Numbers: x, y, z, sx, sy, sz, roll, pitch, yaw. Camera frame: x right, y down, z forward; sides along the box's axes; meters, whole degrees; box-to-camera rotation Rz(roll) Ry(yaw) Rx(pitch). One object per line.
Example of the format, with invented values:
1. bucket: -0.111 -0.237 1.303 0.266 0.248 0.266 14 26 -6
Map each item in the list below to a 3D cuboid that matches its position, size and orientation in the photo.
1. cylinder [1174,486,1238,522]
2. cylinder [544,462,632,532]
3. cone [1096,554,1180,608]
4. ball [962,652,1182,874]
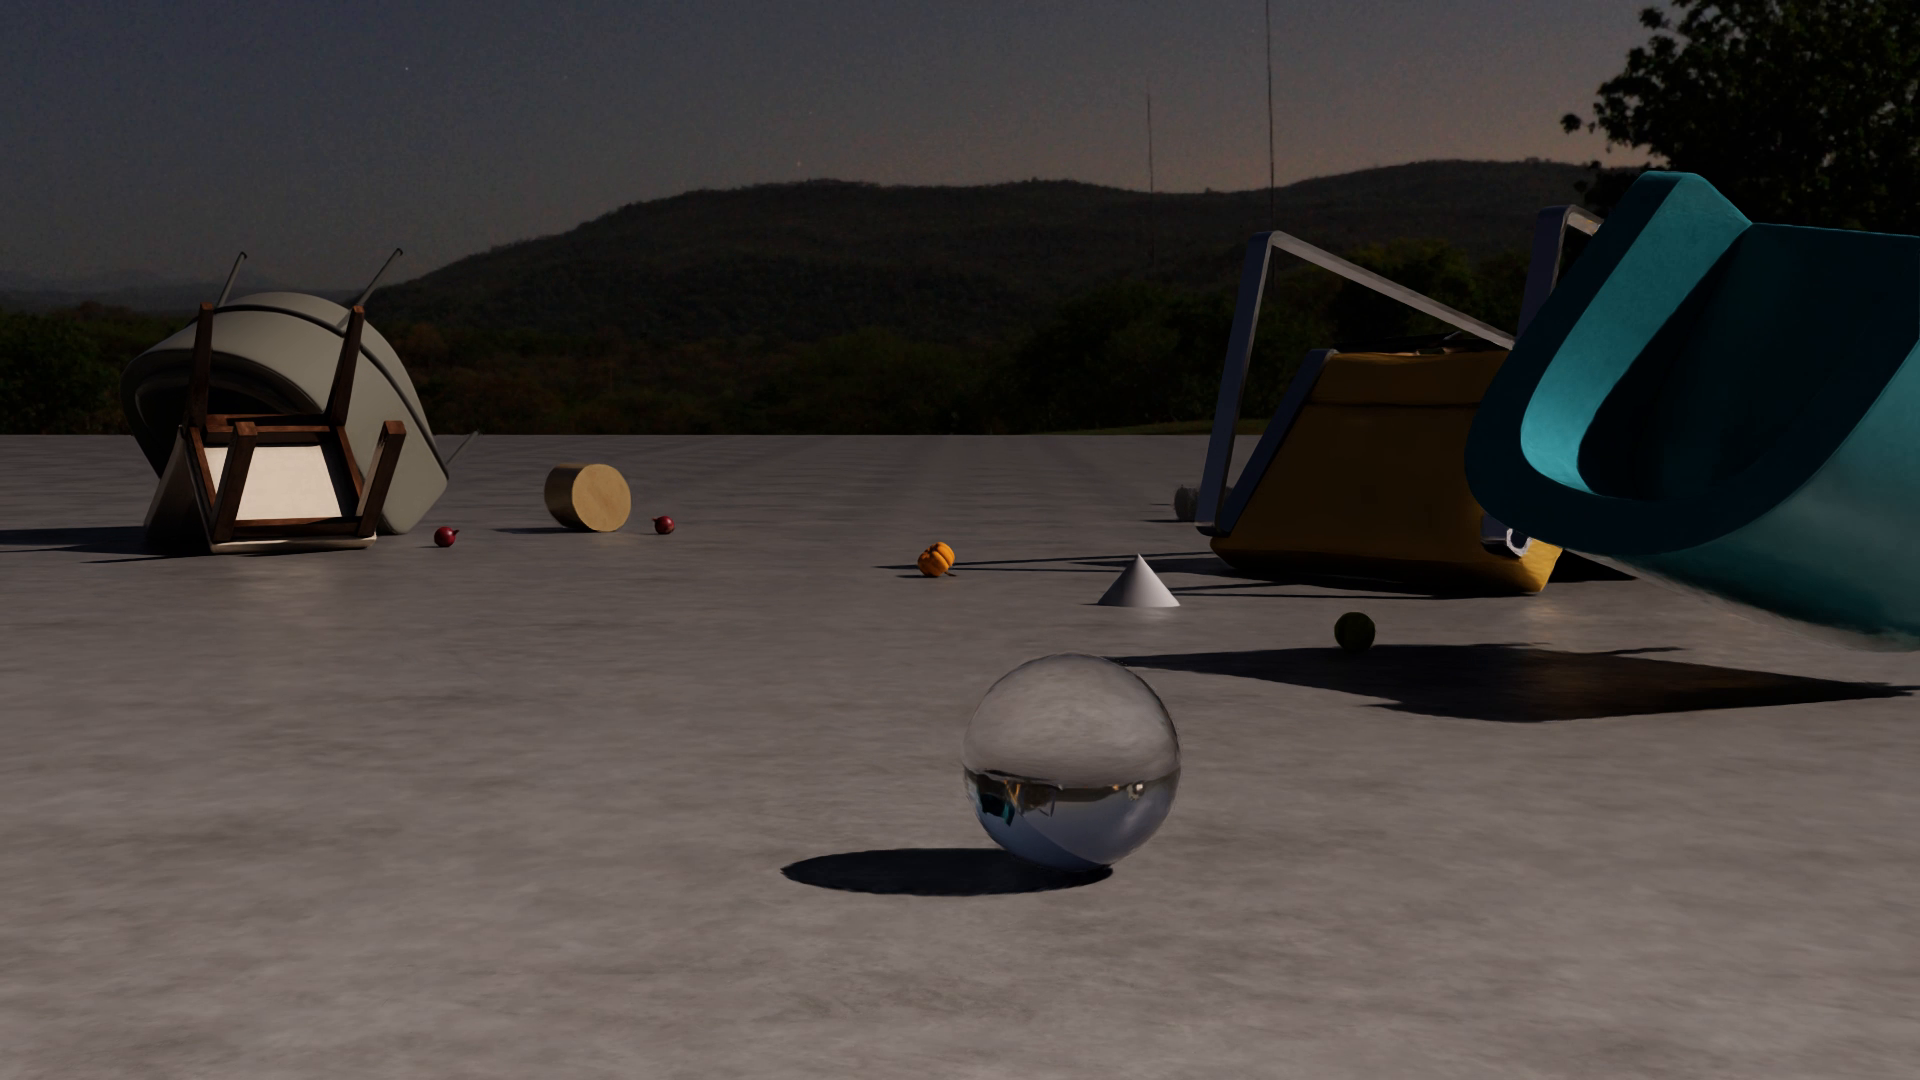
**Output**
1. cylinder: 0.838 -0.123 7.489 0.166 0.116 0.184 -1 8 -12
2. cylinder: -1.181 -0.138 6.972 0.195 0.224 0.210 -37 23 -27
3. cone: 0.372 0.081 4.583 0.176 0.107 0.116 1 4 7
4. ball: 0.103 0.207 2.044 0.204 0.204 0.204 0 4 0
